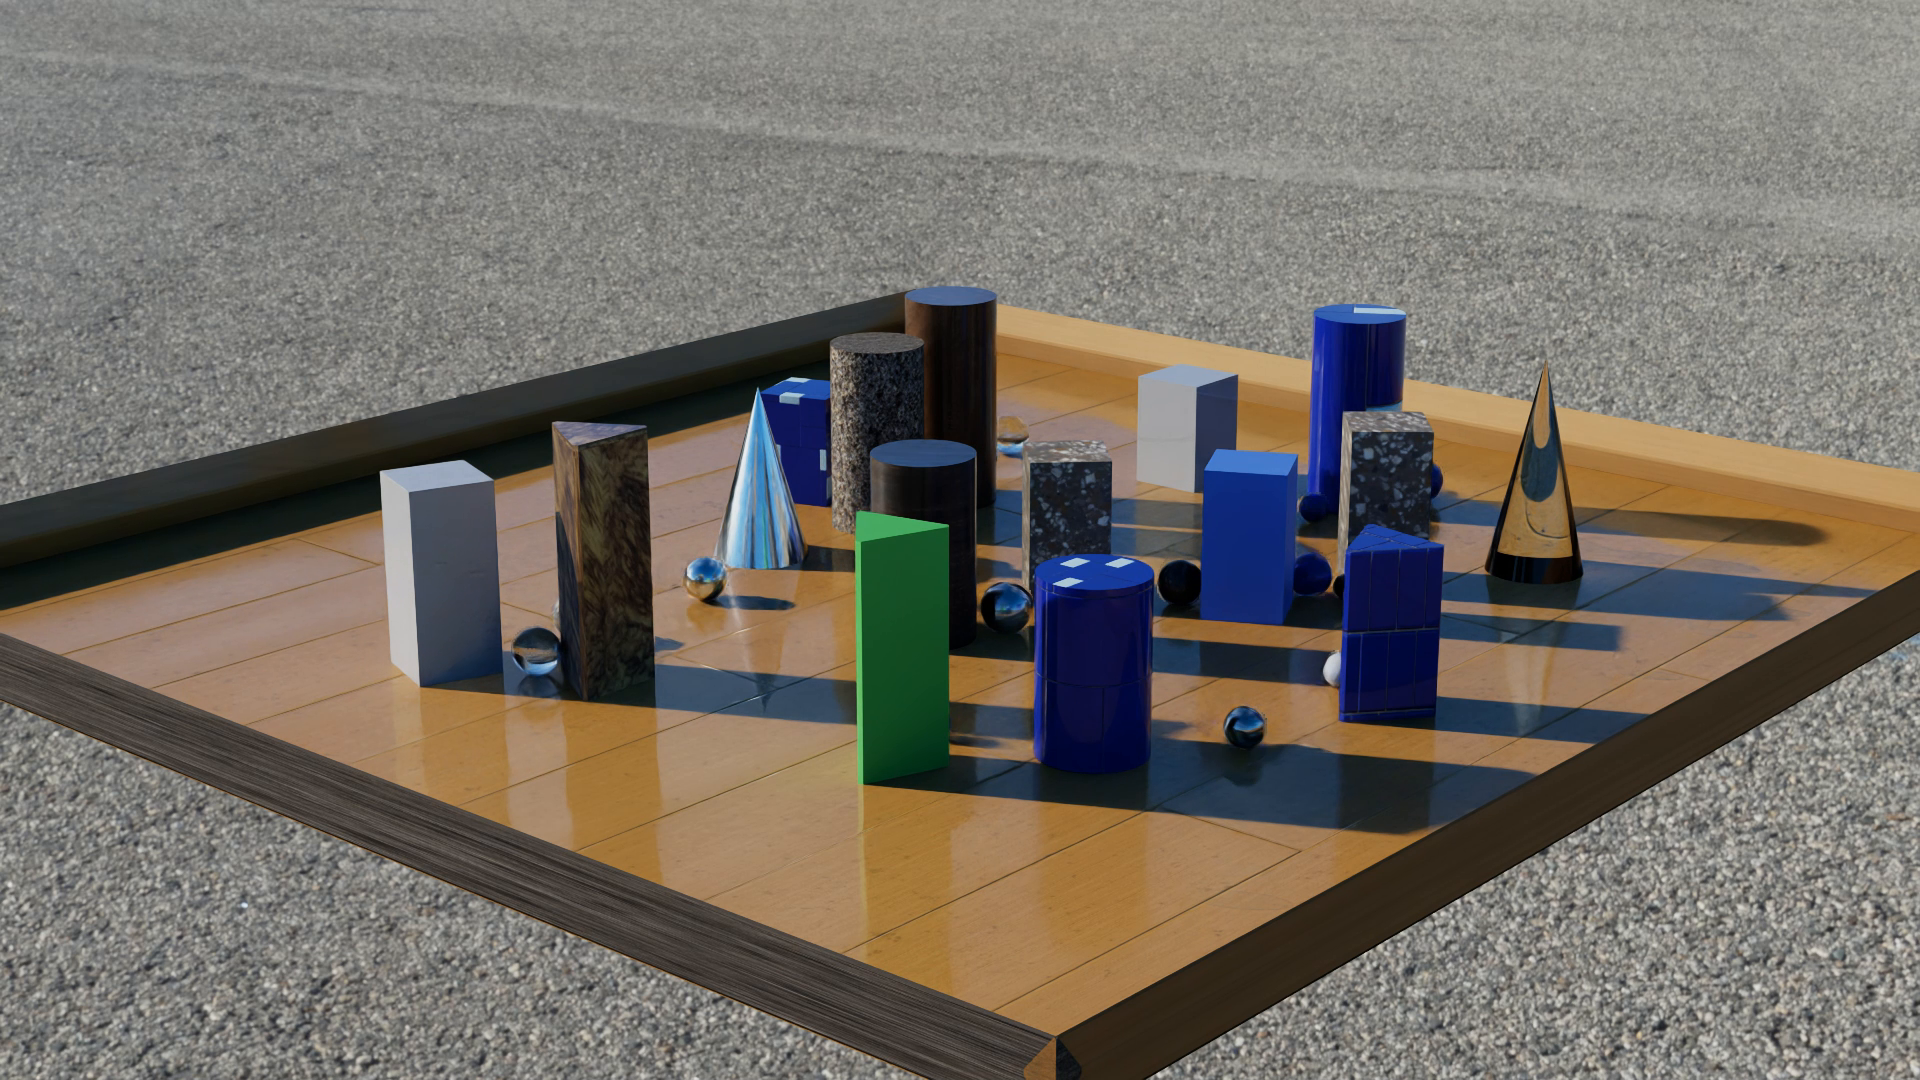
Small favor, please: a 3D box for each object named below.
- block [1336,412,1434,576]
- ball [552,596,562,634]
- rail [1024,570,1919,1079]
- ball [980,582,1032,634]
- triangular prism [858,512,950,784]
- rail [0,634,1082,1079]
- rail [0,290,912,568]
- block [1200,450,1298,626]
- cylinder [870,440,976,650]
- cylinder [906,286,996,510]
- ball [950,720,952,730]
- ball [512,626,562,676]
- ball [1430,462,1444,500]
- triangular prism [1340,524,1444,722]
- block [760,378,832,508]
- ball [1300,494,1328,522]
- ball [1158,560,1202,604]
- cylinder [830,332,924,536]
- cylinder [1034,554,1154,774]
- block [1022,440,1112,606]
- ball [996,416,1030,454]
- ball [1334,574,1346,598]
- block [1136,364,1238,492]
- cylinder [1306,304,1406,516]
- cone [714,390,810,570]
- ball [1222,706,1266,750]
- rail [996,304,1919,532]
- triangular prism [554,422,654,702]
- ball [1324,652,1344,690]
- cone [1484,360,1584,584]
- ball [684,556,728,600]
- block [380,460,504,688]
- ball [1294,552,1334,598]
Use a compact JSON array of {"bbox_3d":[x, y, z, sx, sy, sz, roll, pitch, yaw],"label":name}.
[{"bbox_3d":[0.743,-0.067,5.134,0.140,0.291,0.140,0,17,1],"label":"block"},{"bbox_3d":[-0.634,0.123,4.865,0.083,0.083,0.083,0,17,0],"label":"ball"},{"bbox_3d":[1.019,0.285,4.276,0.045,0.114,2.840,14,22,39],"label":"rail"},{"bbox_3d":[0.078,0.112,4.894,0.087,0.087,0.087,0,17,0],"label":"ball"},{"bbox_3d":[-0.114,0.150,4.286,0.151,0.368,0.131,-10,20,-30],"label":"triangular prism"},{"bbox_3d":[-0.915,0.335,4.113,2.745,0.114,0.045,14,22,39],"label":"rail"},{"bbox_3d":[-1.019,-0.229,5.968,0.045,0.114,2.840,14,22,39],"label":"rail"},{"bbox_3d":[0.491,-0.006,4.981,0.140,0.263,0.140,4,17,13],"label":"block"},{"bbox_3d":[-0.060,0.008,4.844,0.175,0.315,0.175,0,17,0],"label":"cylinder"},{"bbox_3d":[-0.017,-0.272,5.619,0.175,0.401,0.175,0,17,0],"label":"cylinder"},{"bbox_3d":[-0.035,0.279,4.420,0.044,0.044,0.044,0,17,0],"label":"ball"},{"bbox_3d":[-0.677,0.178,4.692,0.078,0.078,0.078,0,17,0],"label":"ball"},{"bbox_3d":[0.891,-0.115,5.655,0.081,0.081,0.081,0,17,0],"label":"ball"},{"bbox_3d":[0.648,0.125,4.531,0.151,0.274,0.131,-3,17,-9],"label":"triangular prism"},{"bbox_3d":[-0.294,-0.191,5.678,0.140,0.212,0.140,7,18,21],"label":"block"},{"bbox_3d":[0.665,-0.061,5.524,0.053,0.053,0.053,0,17,0],"label":"ball"},{"bbox_3d":[0.379,0.072,5.041,0.078,0.078,0.078,0,17,0],"label":"ball"},{"bbox_3d":[-0.154,-0.198,5.467,0.175,0.348,0.175,0,17,0],"label":"cylinder"},{"bbox_3d":[0.197,0.182,4.330,0.175,0.283,0.175,0,17,0],"label":"cylinder"},{"bbox_3d":[0.184,-0.030,5.074,0.140,0.255,0.140,-1,17,-4],"label":"block"},{"bbox_3d":[0.101,-0.214,5.981,0.080,0.080,0.080,0,17,0],"label":"ball"},{"bbox_3d":[0.667,0.081,5.075,0.042,0.042,0.042,0,17,0],"label":"ball"},{"bbox_3d":[0.448,-0.222,5.779,0.140,0.212,0.140,14,22,38],"label":"block"},{"bbox_3d":[0.755,-0.248,5.589,0.175,0.374,0.175,0,17,0],"label":"cylinder"},{"bbox_3d":[-0.361,-0.124,5.281,0.175,0.314,0.175,0,17,0],"label":"cone"},{"bbox_3d":[0.425,0.281,4.380,0.064,0.064,0.064,0,17,0],"label":"ball"},{"bbox_3d":[0.915,-0.278,6.131,2.745,0.114,0.045,14,22,39],"label":"rail"},{"bbox_3d":[-0.587,0.025,4.621,0.131,0.414,0.151,14,22,38],"label":"triangular prism"},{"bbox_3d":[0.604,0.207,4.631,0.060,0.060,0.060,0,17,0],"label":"ball"},{"bbox_3d":[1.026,-0.134,5.186,0.175,0.389,0.175,0,17,0],"label":"cone"},{"bbox_3d":[-0.440,0.067,5.066,0.075,0.075,0.075,0,17,0],"label":"ball"},{"bbox_3d":[-0.829,0.052,4.691,0.140,0.322,0.140,-9,19,-28],"label":"block"},{"bbox_3d":[0.608,0.060,5.083,0.078,0.078,0.078,0,17,0],"label":"ball"}]
